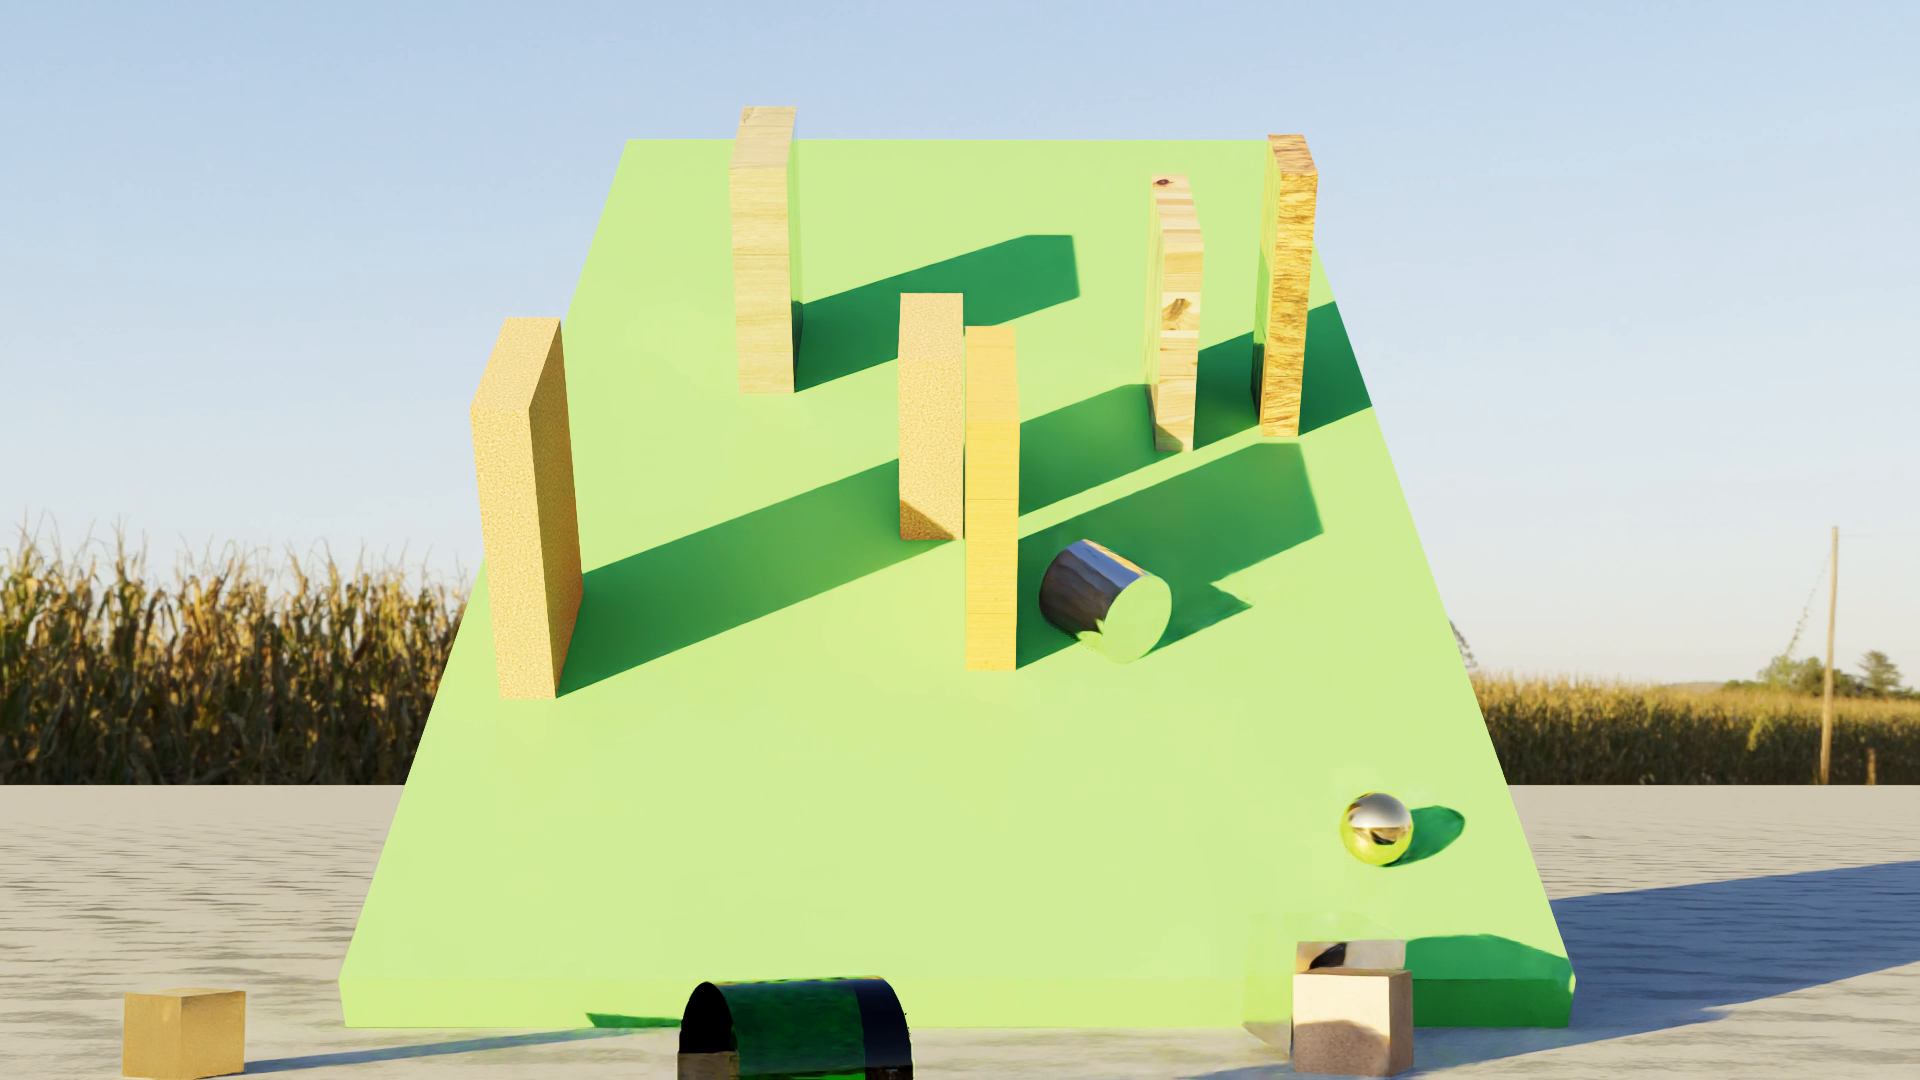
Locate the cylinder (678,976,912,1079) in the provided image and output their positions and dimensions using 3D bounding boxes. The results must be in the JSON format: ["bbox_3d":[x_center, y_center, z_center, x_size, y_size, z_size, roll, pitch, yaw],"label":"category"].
[{"bbox_3d":[-0.178,0.565,2.558,0.192,0.192,0.192,3,-6,-26],"label":"cylinder"}]

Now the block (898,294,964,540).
[{"bbox_3d":[-0.062,-0.270,5.208,0.134,0.426,0.344,0,29,0],"label":"block"}]

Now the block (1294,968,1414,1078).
[{"bbox_3d":[0.552,0.674,3.364,0.134,0.134,0.134,-3,-6,24],"label":"block"}]

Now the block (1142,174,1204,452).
[{"bbox_3d":[0.492,-0.534,5.596,0.085,0.514,0.435,0,29,0],"label":"block"}]

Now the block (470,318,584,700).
[{"bbox_3d":[-0.829,-0.064,4.635,0.106,0.617,0.408,0,29,0],"label":"block"}]

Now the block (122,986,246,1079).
[{"bbox_3d":[-1.067,0.678,3.304,0.113,0.113,0.113,-3,-7,31],"label":"block"}]

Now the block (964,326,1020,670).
[{"bbox_3d":[0.060,-0.087,4.760,0.097,0.541,0.435,0,29,0],"label":"block"}]

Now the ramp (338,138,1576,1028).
[{"bbox_3d":[-0.012,-0.217,5.655,2.000,0.100,4.000,0,29,0],"label":"ramp"}]

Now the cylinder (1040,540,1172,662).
[{"bbox_3d":[0.288,0.120,4.752,0.186,0.186,0.186,6,18,-45],"label":"cylinder"}]

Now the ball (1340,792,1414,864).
[{"bbox_3d":[0.719,0.497,4.141,0.126,0.126,0.126,0,-6,0],"label":"ball"}]

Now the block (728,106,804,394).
[{"bbox_3d":[-0.467,-0.710,5.848,0.132,0.572,0.438,0,29,0],"label":"block"}]

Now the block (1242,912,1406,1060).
[{"bbox_3d":[0.540,0.661,3.578,0.174,0.174,0.174,2,4,-17],"label":"block"}]

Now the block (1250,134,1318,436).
[{"bbox_3d":[0.747,-0.586,5.556,0.082,0.646,0.260,0,29,0],"label":"block"}]
